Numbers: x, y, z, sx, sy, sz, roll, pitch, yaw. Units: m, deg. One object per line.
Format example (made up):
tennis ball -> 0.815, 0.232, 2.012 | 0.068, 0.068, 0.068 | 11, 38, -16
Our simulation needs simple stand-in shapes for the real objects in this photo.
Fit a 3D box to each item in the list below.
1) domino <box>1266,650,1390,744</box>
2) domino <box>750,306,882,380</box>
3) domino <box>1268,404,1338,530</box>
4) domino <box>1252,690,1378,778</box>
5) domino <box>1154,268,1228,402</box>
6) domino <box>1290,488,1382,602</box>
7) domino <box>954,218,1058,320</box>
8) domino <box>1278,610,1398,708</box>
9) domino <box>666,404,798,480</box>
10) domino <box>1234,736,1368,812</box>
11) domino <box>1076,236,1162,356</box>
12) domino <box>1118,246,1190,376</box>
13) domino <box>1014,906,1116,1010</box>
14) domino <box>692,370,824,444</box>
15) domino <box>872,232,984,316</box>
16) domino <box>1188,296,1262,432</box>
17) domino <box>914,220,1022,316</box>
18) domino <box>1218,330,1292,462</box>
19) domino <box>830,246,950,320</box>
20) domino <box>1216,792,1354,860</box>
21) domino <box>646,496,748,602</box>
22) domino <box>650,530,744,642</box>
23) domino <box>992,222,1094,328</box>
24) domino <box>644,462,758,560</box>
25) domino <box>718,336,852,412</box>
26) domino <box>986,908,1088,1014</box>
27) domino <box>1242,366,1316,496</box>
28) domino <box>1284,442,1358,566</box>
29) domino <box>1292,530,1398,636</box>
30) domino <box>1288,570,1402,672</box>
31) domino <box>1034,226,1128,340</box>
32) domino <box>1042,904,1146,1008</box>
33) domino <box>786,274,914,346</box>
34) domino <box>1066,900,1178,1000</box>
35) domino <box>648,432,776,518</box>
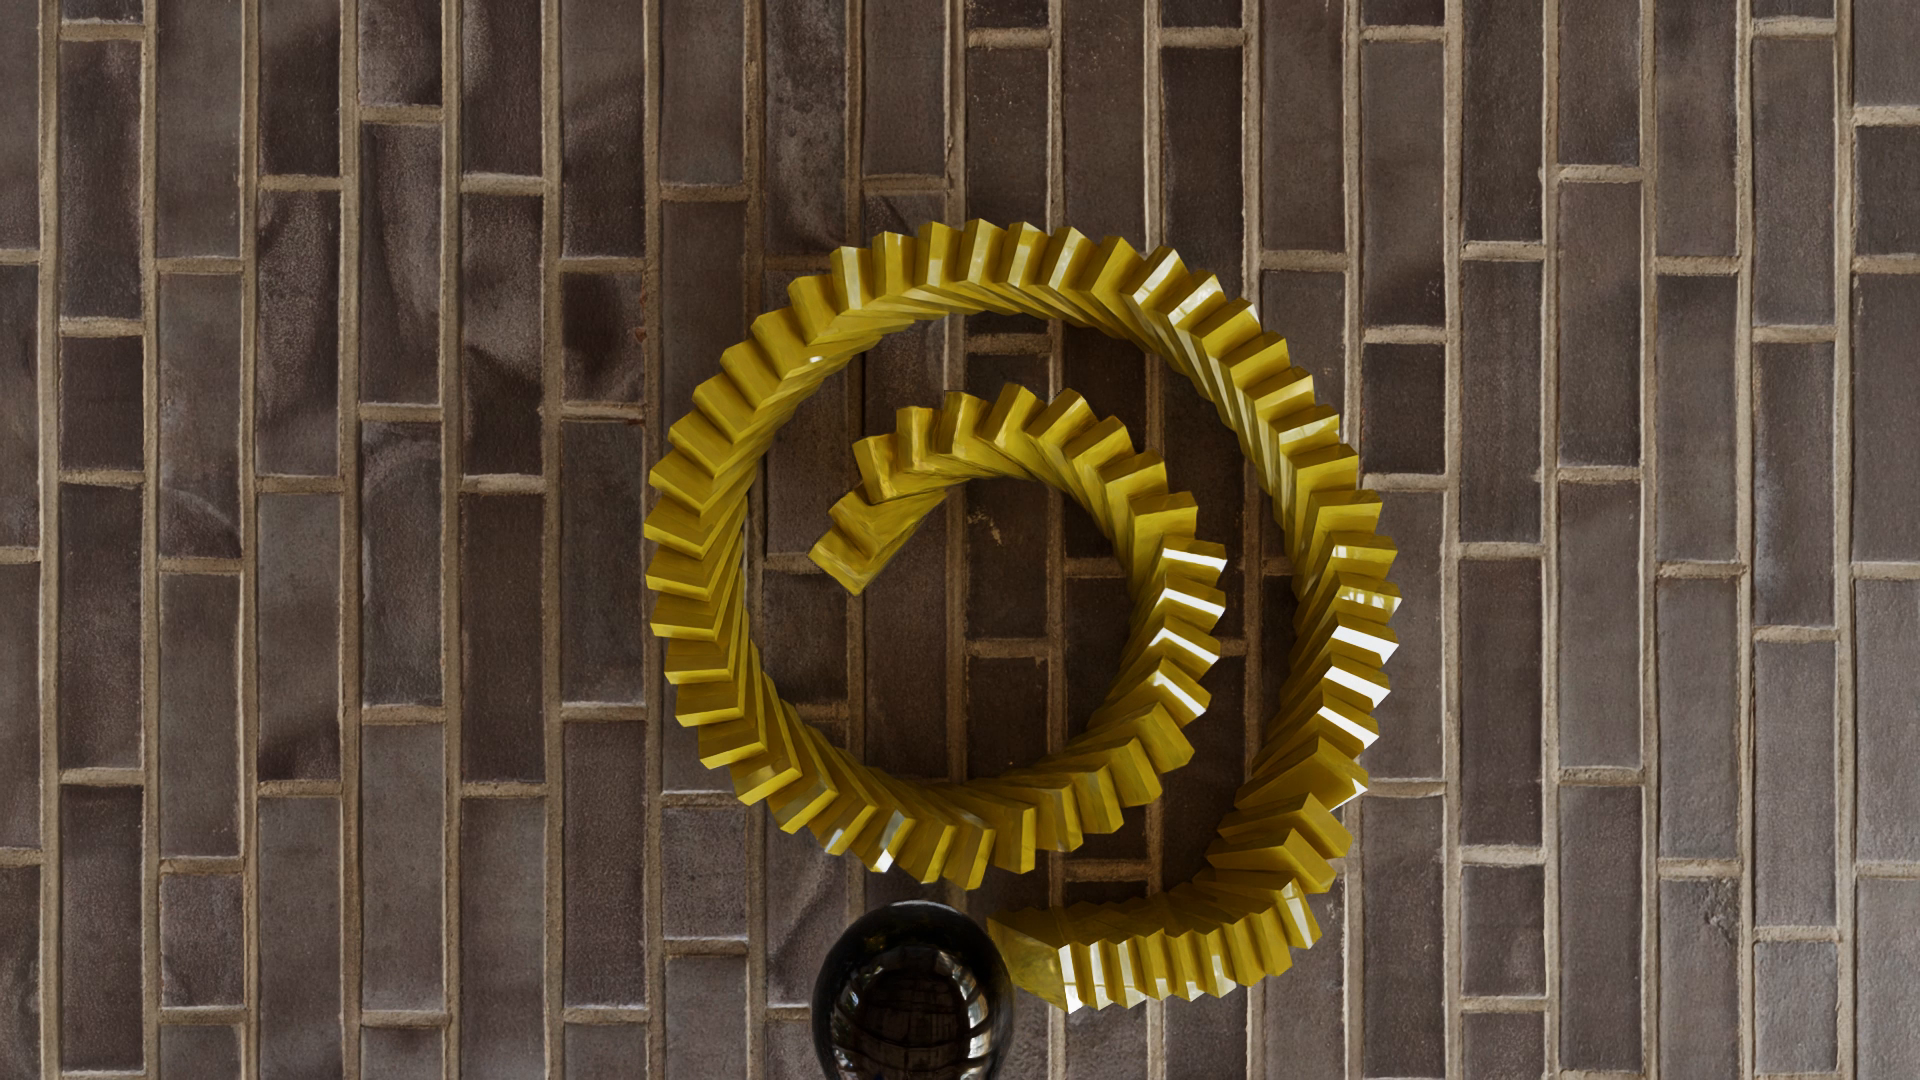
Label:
domino -> 0.152, 0.071, 0.381 | 0.025, 0.009, 0.050 | 23, 127, 0
domino -> -0.059, -0.086, 0.381 | 0.050, 0.010, 0.025 | -30, 90, -38
domino -> 0.143, -0.030, 0.381 | 0.025, 0.010, 0.050 | -18, 127, 0
domino -> 0.147, 0.087, 0.381 | 0.025, 0.009, 0.050 | 29, 127, 0
domino -> 0.102, -0.084, 0.381 | 0.025, 0.009, 0.050 | -42, 128, -1
domino -> 0.156, 0.003, 0.381 | 0.025, 0.009, 0.050 | -4, 128, 0
domino -> 0.022, -0.112, 0.381 | 0.050, 0.010, 0.025 | 12, 90, -37
domino -> 0.156, 0.054, 0.381 | 0.025, 0.010, 0.050 | 18, 127, -1
domino -> -0.094, -0.049, 0.381 | 0.025, 0.009, 0.050 | 41, 52, 1
domino -> 0.141, 0.104, 0.380 | 0.025, 0.010, 0.050 | 37, 130, -1
domino -> 0.072, -0.101, 0.381 | 0.050, 0.009, 0.025 | 29, 90, -38
domino -> 0.089, -0.094, 0.381 | 0.025, 0.010, 0.050 | -49, 128, 0
domino -> 0.042, 0.170, 0.376 | 0.010, 0.050, 0.025 | -10, 90, -33
domino -> -0.083, -0.063, 0.381 | 0.025, 0.009, 0.050 | 48, 52, 0
domino -> -0.012, -0.110, 0.381 | 0.050, 0.010, 0.025 | -2, 89, -38
domino -> 0.115, -0.072, 0.381 | 0.025, 0.009, 0.050 | -34, 127, 0
domino -> 0.005, -0.112, 0.381 | 0.050, 0.010, 0.025 | 6, 90, -37
domino -> 0.126, -0.059, 0.381 | 0.025, 0.009, 0.050 | -29, 127, 0
domino -> -0.029, -0.106, 0.381 | 0.050, 0.009, 0.025 | -8, 90, -38
domino -> 0.133, 0.121, 0.377 | 0.025, 0.050, 0.009 | 46, 53, 0
domino -> -0.108, 0.000, 0.381 | 0.025, 0.010, 0.050 | 13, 52, 0
domino -> -0.108, 0.017, 0.381 | 0.025, 0.009, 0.050 | 6, 52, 0
domino -> 0.039, -0.109, 0.381 | 0.050, 0.010, 0.025 | 16, 90, -37
domino -> -0.107, -0.017, 0.381 | 0.025, 0.010, 0.050 | 22, 51, 0
domino -> -0.072, -0.075, 0.381 | 0.050, 0.009, 0.025 | -36, 90, -38
domino -> 0.031, 0.172, 0.376 | 0.010, 0.050, 0.025 | -10, 90, -33
domino -> 0.135, -0.045, 0.381 | 0.025, 0.010, 0.050 | -24, 127, 0
domino -> 0.150, -0.014, 0.381 | 0.025, 0.010, 0.050 | -14, 127, 0
domino -> 0.159, 0.020, 0.381 | 0.025, 0.010, 0.050 | 5, 128, -1
domino -> 0.159, 0.037, 0.381 | 0.025, 0.009, 0.050 | 12, 127, -1
domino -> 0.055, -0.106, 0.381 | 0.050, 0.009, 0.025 | 22, 90, -37
domino -> 0.053, 0.170, 0.376 | 0.010, 0.050, 0.025 | -10, 90, -33
domino -> -0.045, -0.097, 0.381 | 0.050, 0.009, 0.025 | -19, 90, -38
domino -> 0.065, 0.167, 0.376 | 0.009, 0.050, 0.025 | -13, 90, -32
domino -> -0.102, -0.034, 0.381 | 0.025, 0.010, 0.050 | 34, 52, 1
